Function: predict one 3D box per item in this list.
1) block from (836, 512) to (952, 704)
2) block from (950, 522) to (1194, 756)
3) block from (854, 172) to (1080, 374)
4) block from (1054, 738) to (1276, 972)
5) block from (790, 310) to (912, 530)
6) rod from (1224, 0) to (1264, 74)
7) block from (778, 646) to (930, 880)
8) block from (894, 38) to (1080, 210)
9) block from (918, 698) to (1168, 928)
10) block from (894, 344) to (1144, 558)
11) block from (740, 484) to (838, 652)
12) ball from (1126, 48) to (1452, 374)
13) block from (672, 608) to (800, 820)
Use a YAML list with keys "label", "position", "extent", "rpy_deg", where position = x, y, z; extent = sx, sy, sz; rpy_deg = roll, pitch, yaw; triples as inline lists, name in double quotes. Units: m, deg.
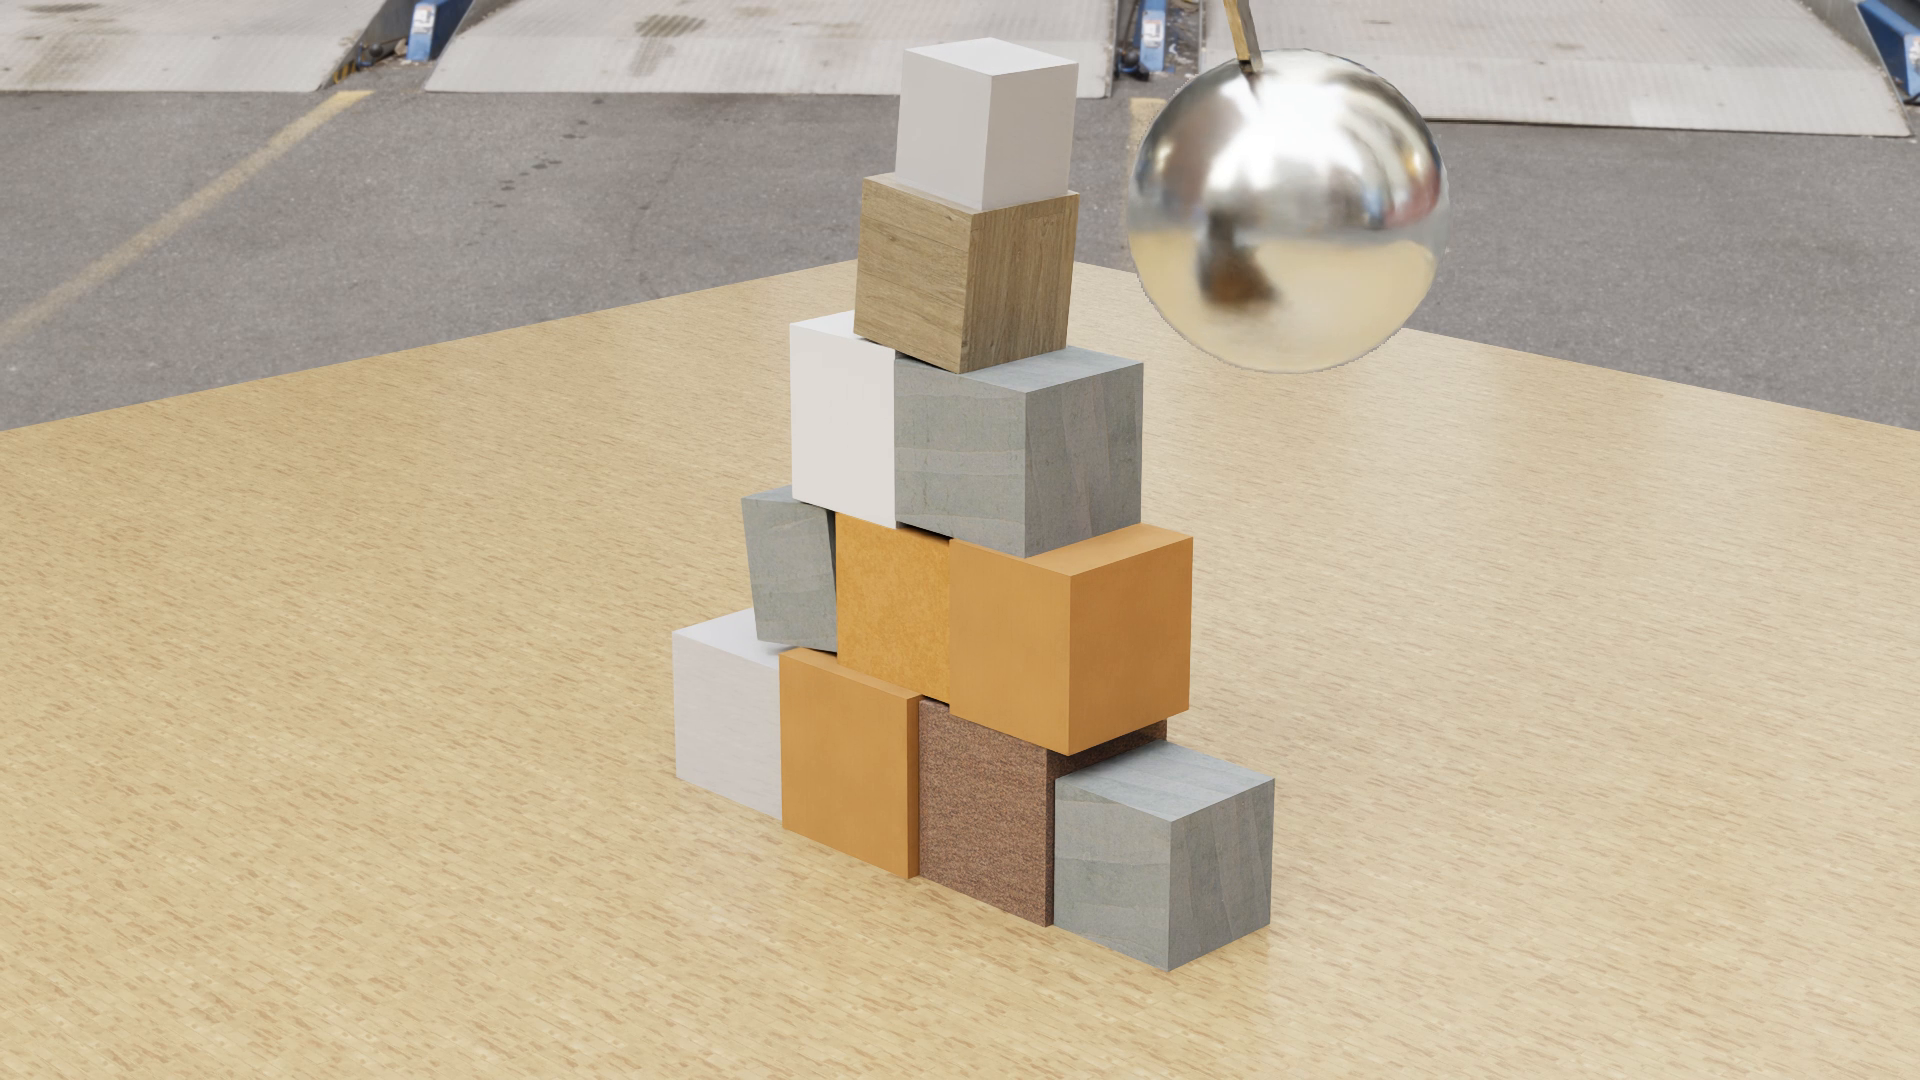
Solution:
- label: "block"
  position: [-0.041, 0.230, 13.459]
  extent: [0.726, 0.733, 0.764]
  rpy_deg: [-17, 24, -42]
- label: "block"
  position: [0.488, 0.378, 12.945]
  extent: [0.790, 0.810, 0.721]
  rpy_deg: [-17, 24, -42]
- label: "block"
  position: [0.024, -1.217, 12.924]
  extent: [0.671, 0.712, 0.671]
  rpy_deg: [-17, 30, -42]
- label: "block"
  position: [0.892, 1.367, 12.838]
  extent: [0.685, 0.693, 0.666]
  rpy_deg: [-17, 24, -42]
- label: "block"
  position: [-0.285, -0.589, 13.461]
  extent: [0.698, 0.827, 0.690]
  rpy_deg: [-17, 24, -42]
- label: "rod"
  position: [0.703, -4.349, 12.712]
  extent: [0.080, 5.200, 0.080]
  rpy_deg: [17, 46, 42]
- label: "block"
  position: [-0.219, 0.945, 13.872]
  extent: [0.917, 0.879, 0.861]
  rpy_deg: [-17, 24, -42]
- label: "block"
  position: [0.113, -1.803, 12.659]
  extent: [0.533, 0.582, 0.535]
  rpy_deg: [-17, 30, -42]
- label: "block"
  position: [0.375, 1.133, 13.316]
  extent: [0.792, 0.853, 0.790]
  rpy_deg: [-17, 24, -42]
- label: "block"
  position: [0.256, -0.434, 12.955]
  extent: [0.747, 0.733, 0.803]
  rpy_deg: [-17, 24, -42]
- label: "block"
  position: [-0.562, 0.093, 13.972]
  extent: [0.656, 0.697, 0.602]
  rpy_deg: [-17, 16, -42]
- label: "ball"
  position: [1.623, -1.628, 14.531]
  extent: [1.600, 1.600, 1.600]
  rpy_deg: [0, 17, 0]
- label: "block"
  position: [-0.819, 0.814, 14.477]
  extent: [0.836, 0.765, 0.840]
  rpy_deg: [-17, 24, -42]
